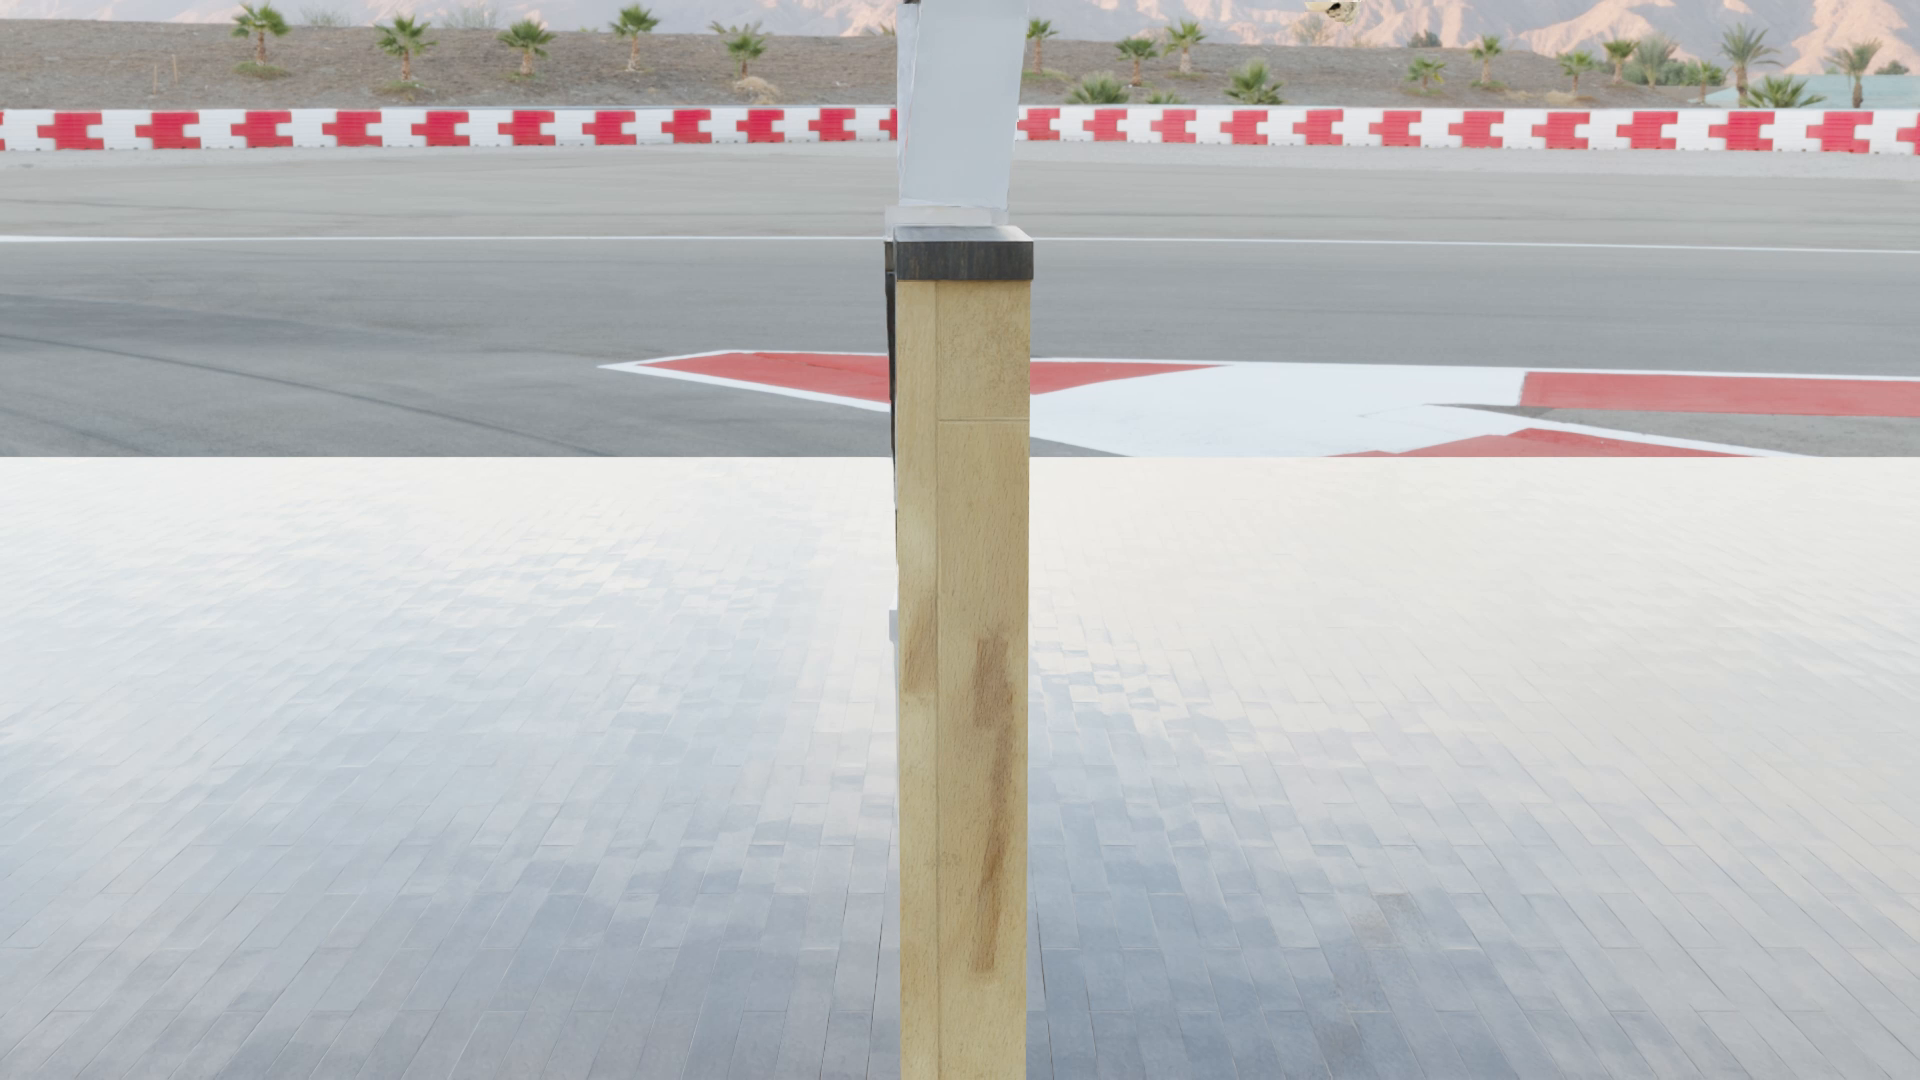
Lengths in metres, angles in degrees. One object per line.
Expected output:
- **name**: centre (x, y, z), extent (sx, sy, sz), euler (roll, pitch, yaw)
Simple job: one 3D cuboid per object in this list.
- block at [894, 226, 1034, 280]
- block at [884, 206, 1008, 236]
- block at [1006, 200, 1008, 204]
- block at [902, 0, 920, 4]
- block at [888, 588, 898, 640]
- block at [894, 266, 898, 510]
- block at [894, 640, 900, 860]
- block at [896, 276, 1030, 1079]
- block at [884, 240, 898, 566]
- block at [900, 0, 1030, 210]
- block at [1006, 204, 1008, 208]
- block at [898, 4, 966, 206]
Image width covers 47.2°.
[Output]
- **block**: centre (0.000, -0.375, 2.857), extent (0.167, 0.047, 0.333), euler (0, 11, -2)
- **block**: centre (-0.016, -0.469, 3.242), extent (0.150, 0.043, 0.301), euler (1, 8, 6)
- **block**: centre (-0.001, -0.505, 3.966), extent (0.176, 0.353, 0.050), euler (0, 11, 0)
- **block**: centre (0.010, -0.796, 3.114), extent (0.146, 0.041, 0.292), euler (0, 5, -9)
- **block**: centre (-0.009, 0.083, 3.108), extent (0.155, 0.044, 0.310), euler (-1, 11, 3)
- **block**: centre (-0.005, -0.209, 3.003), extent (0.167, 0.333, 0.047), euler (0, 13, -1)
- **block**: centre (-0.008, 0.349, 3.054), extent (0.155, 0.457, 0.044), euler (-1, 11, 2)
- **block**: centre (0.005, 0.196, 2.855), extent (0.166, 1.072, 0.047), euler (0, 11, 0)
- **block**: centre (-0.023, -0.199, 3.186), extent (0.150, 0.471, 0.043), euler (0, 10, 8)
- **block**: centre (0.006, -0.614, 3.046), extent (0.146, 0.293, 0.041), euler (5, 12, -5)
- **block**: centre (0.003, -0.537, 3.653), extent (0.149, 0.042, 0.299), euler (0, 10, 0)
- **block**: centre (-0.018, -0.639, 3.241), extent (0.146, 0.292, 0.041), euler (0, 9, 0)
